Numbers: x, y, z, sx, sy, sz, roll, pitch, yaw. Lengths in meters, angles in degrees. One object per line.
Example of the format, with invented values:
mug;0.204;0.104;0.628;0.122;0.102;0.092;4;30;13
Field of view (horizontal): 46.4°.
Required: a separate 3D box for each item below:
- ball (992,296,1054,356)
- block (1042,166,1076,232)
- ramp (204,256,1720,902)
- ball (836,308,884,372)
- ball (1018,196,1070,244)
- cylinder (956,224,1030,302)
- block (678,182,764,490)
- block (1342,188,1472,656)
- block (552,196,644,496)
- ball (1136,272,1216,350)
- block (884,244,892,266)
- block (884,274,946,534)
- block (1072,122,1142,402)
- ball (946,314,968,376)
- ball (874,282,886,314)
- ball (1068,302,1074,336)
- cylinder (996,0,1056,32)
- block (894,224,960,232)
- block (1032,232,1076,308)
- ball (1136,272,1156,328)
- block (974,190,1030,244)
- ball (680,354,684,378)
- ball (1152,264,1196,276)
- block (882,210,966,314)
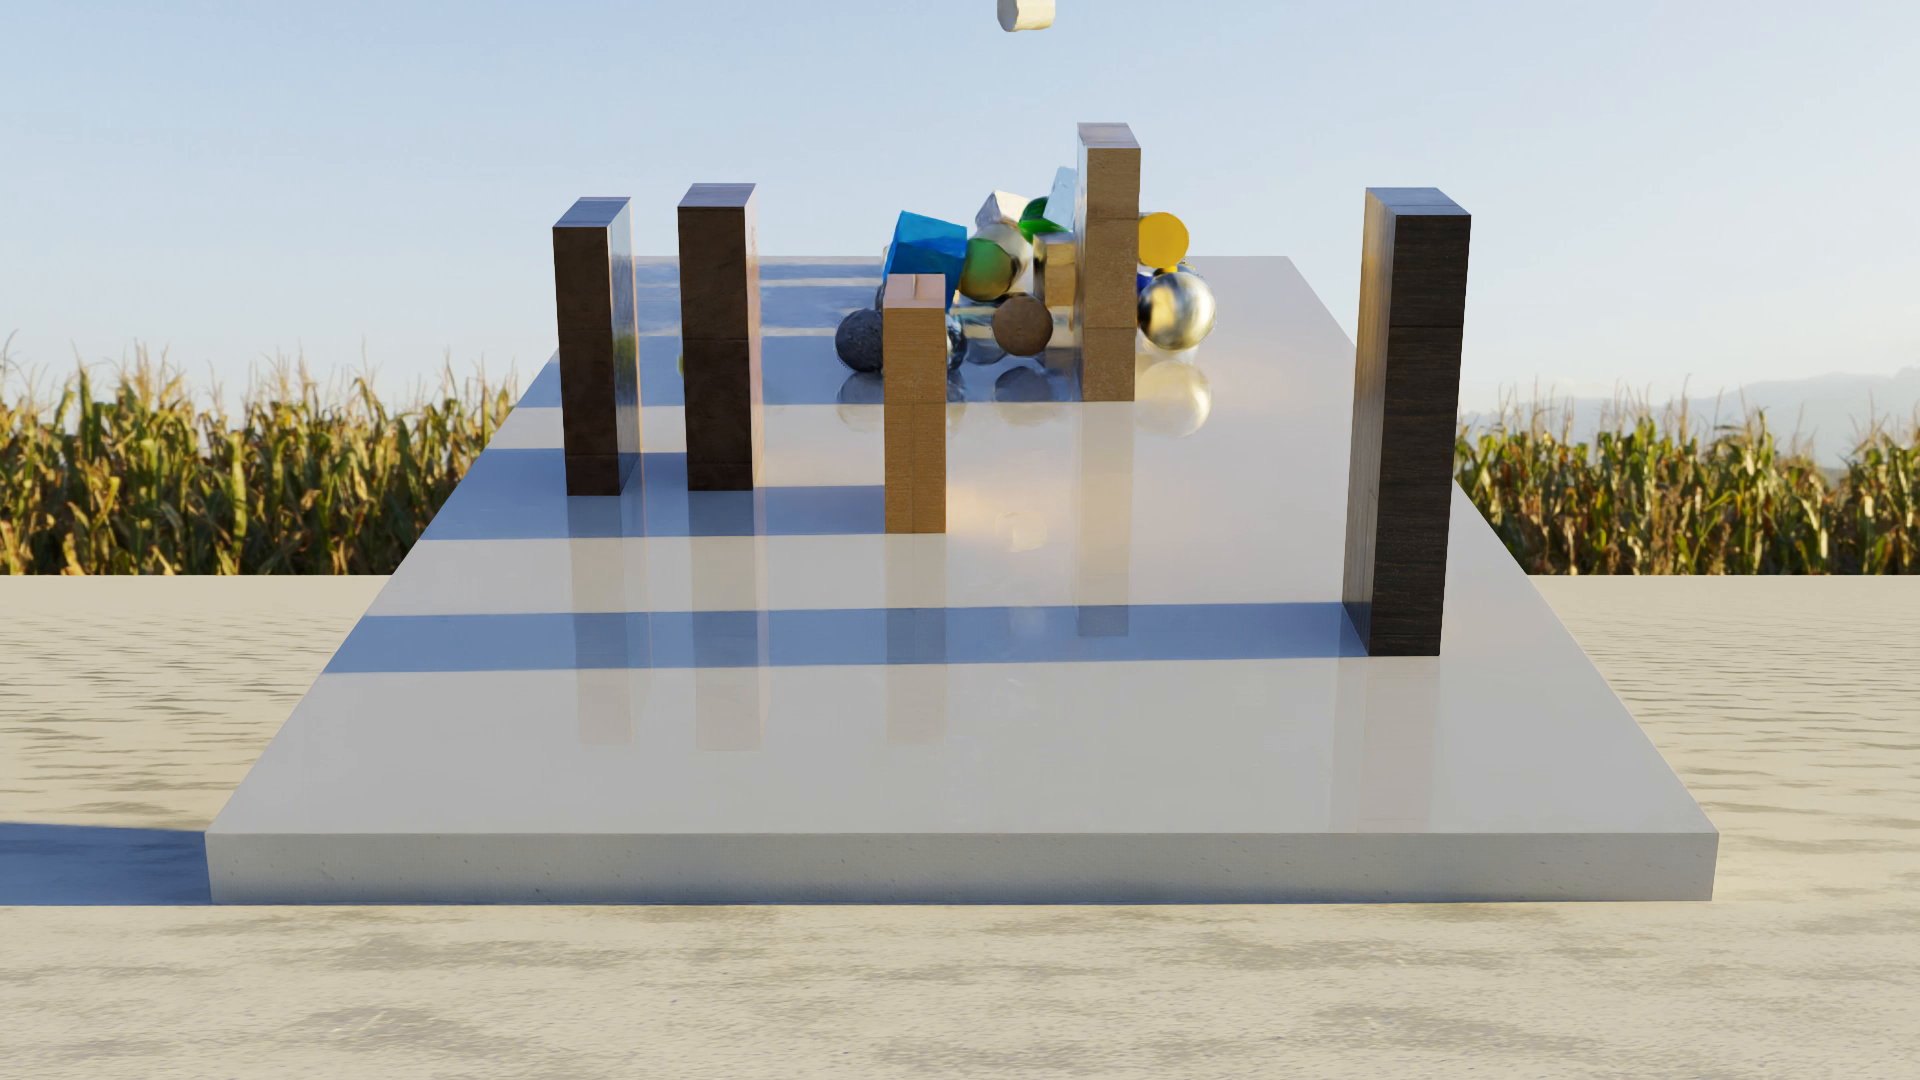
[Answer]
ball;0.152;-0.520;5.438;0.149;0.149;0.149;0;-1;0
block;0.345;-0.919;6.097;0.147;0.147;0.147;7;18;-33
ramp;-0.004;-0.188;4.871;2.000;0.100;4.000;0;18;0
ball;-0.222;-0.476;5.344;0.151;0.151;0.151;0;-1;0
ball;0.243;-0.910;6.425;0.149;0.149;0.149;0;-1;0
cylinder;0.083;-0.764;6.170;0.178;0.178;0.178;0;20;18
block;-0.475;-0.410;4.478;0.128;0.565;0.279;0;18;0
block;0.709;-0.191;3.586;0.114;0.707;0.258;0;18;0
block;-0.720;-0.394;4.481;0.104;0.531;0.347;0;18;0
ball;0.531;-0.562;5.498;0.195;0.195;0.195;0;-1;0
block;-0.123;-0.756;6.237;0.129;0.129;0.129;12;22;32
block;-0.083;-0.264;4.256;0.113;0.428;0.312;0;18;0
block;0.338;-0.655;5.216;0.118;0.574;0.424;0;18;0
ball;-0.060;-0.458;5.284;0.156;0.156;0.156;0;-1;0
ball;-0.141;-0.594;5.660;0.153;0.153;0.153;0;-1;0
ball;0.346;-0.547;5.560;0.155;0.155;0.155;0;-1;0
cylinder;0.182;-1.467;6.182;0.118;0.118;0.118;-11;4;-27
block;-0.095;-0.849;6.512;0.134;0.134;0.134;13;22;35
block;0.300;-0.742;6.128;0.171;0.171;0.171;-3;18;-10
ball;0.456;-0.607;5.661;0.142;0.142;0.142;0;-1;0
block;0.135;-0.930;6.568;0.122;0.122;0.122;10;-43;-29
ball;-0.583;-0.405;5.162;0.130;0.130;0.130;0;-1;0
ball;0.560;-0.655;5.899;0.148;0.148;0.148;0;-1;0
block;-0.095;-0.732;5.931;0.181;0.181;0.181;14;34;-8
